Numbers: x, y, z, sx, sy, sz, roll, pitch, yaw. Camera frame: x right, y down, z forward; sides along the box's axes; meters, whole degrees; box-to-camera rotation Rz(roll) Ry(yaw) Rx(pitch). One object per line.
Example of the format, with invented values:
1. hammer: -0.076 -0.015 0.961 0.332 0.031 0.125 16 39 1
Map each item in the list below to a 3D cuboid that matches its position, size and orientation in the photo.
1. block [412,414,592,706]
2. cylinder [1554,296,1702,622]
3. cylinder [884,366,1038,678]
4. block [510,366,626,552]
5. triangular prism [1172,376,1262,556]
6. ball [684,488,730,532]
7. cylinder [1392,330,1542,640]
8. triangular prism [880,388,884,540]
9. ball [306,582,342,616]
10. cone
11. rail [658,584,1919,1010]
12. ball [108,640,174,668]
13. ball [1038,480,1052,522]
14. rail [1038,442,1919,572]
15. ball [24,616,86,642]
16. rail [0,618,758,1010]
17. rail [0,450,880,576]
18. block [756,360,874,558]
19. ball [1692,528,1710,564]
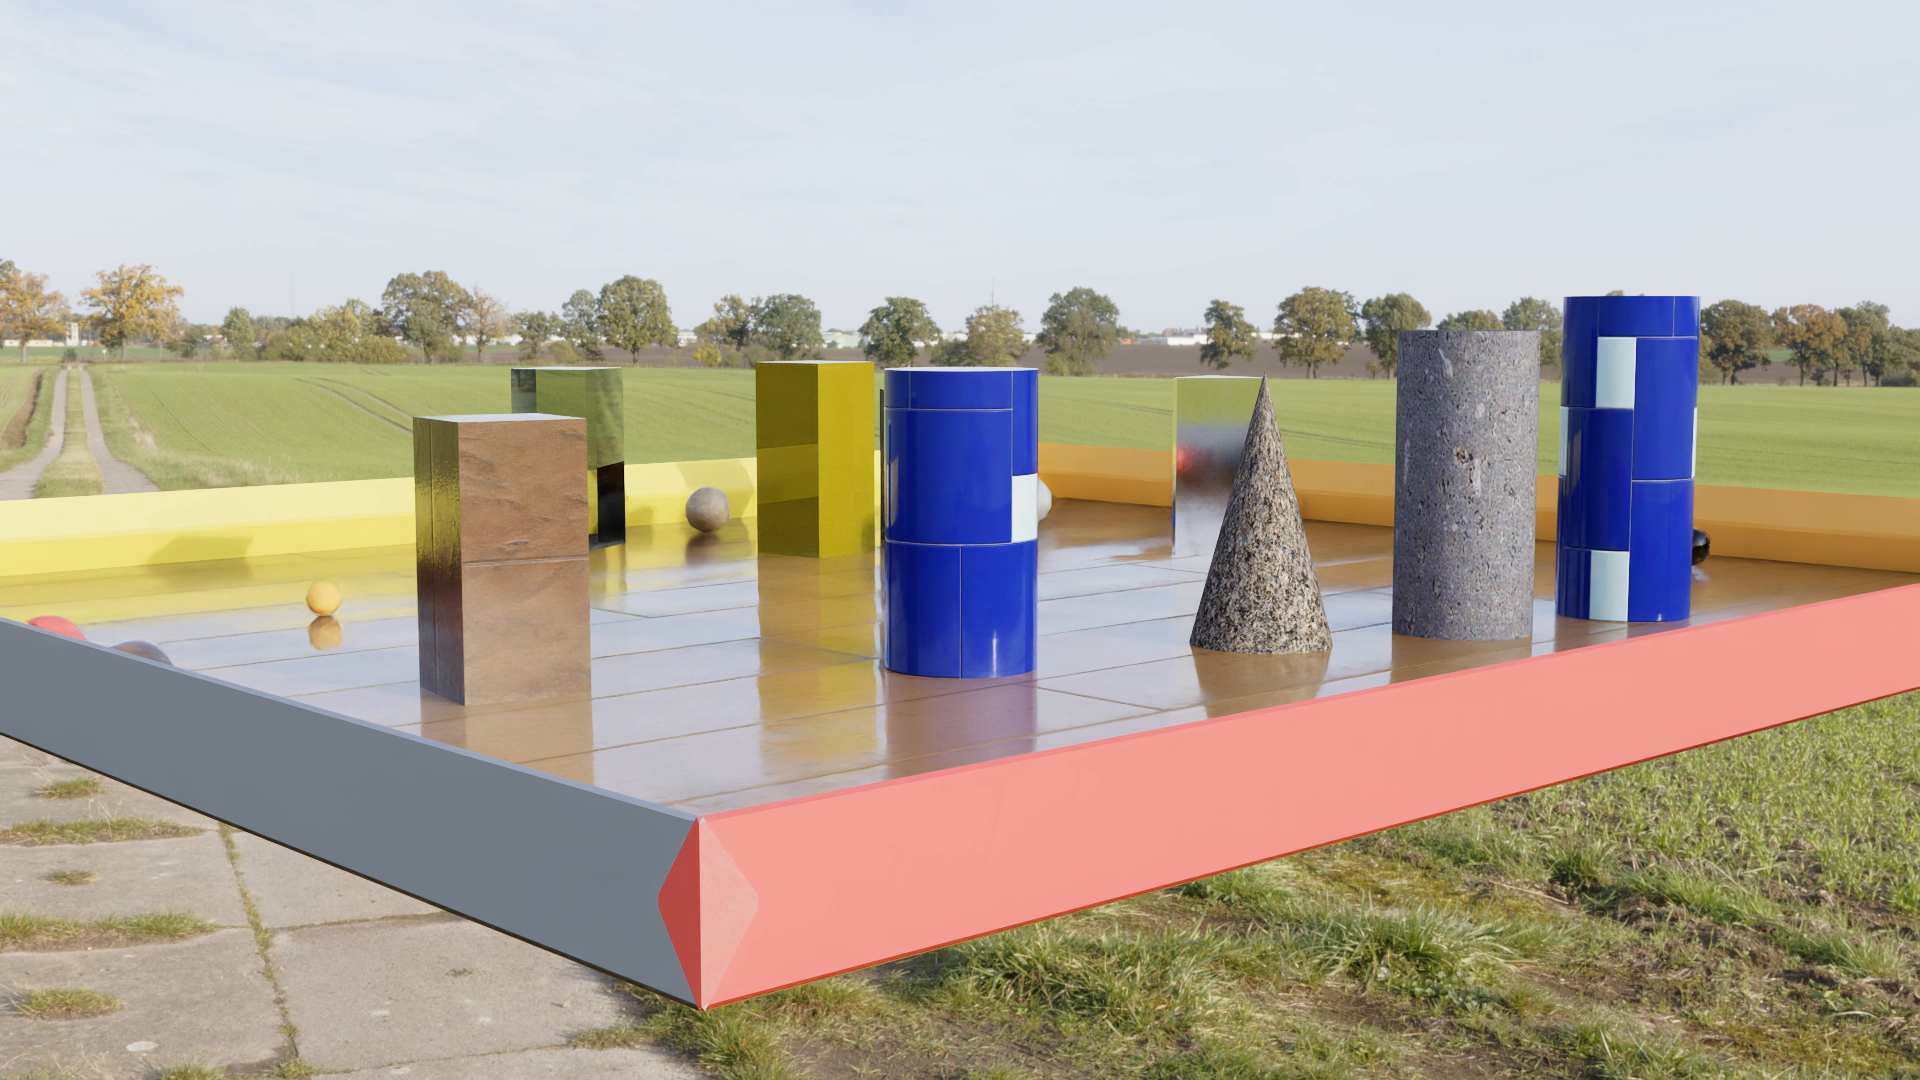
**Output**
1. block: -0.532 0.017 2.556 0.152 0.319 0.152 -4 7 -32
2. cylinder: 0.968 -0.122 3.194 0.190 0.461 0.190 0 6 0
3. cylinder: 0.002 -0.027 2.727 0.190 0.370 0.190 0 6 0
4. block: -0.731 -0.155 4.114 0.152 0.333 0.152 2 6 18
5. triangular prism: 0.467 -0.139 4.028 0.165 0.320 0.143 0 6 0
6. ball: -0.503 -0.060 4.378 0.089 0.089 0.089 0 6 0
7. cylinder: 0.695 -0.080 3.025 0.190 0.414 0.190 0 6 0
8. triangular prism: -0.053 -0.149 4.264 0.165 0.291 0.143 2 6 18
9. ball: -0.925 0.085 3.196 0.049 0.049 0.049 0 6 0
10. cone: 0.402 -0.043 2.916 0.190 0.362 0.190 0 6 0
11. rail: 0.882 0.132 2.381 2.891 0.124 0.045 -6 8 -42
12. ball: -0.900 0.151 2.397 0.086 0.086 0.086 0 6 0
13. ball: 0.144 -0.082 4.562 0.095 0.095 0.095 0 6 0
14. rail: 1.045 -0.069 4.291 0.045 0.124 2.649 -6 8 -42
15. ball: -1.086 0.130 2.626 0.080 0.080 0.080 0 6 0
16. rail: -1.045 0.133 2.373 0.045 0.124 2.649 -6 8 -42
17. rail: -0.882 -0.068 4.283 2.891 0.124 0.045 -6 8 -42
18. block: -0.263 -0.151 4.012 0.152 0.347 0.152 5 8 38
19. ball: 1.269 0.011 3.821 0.065 0.065 0.065 0 6 0
